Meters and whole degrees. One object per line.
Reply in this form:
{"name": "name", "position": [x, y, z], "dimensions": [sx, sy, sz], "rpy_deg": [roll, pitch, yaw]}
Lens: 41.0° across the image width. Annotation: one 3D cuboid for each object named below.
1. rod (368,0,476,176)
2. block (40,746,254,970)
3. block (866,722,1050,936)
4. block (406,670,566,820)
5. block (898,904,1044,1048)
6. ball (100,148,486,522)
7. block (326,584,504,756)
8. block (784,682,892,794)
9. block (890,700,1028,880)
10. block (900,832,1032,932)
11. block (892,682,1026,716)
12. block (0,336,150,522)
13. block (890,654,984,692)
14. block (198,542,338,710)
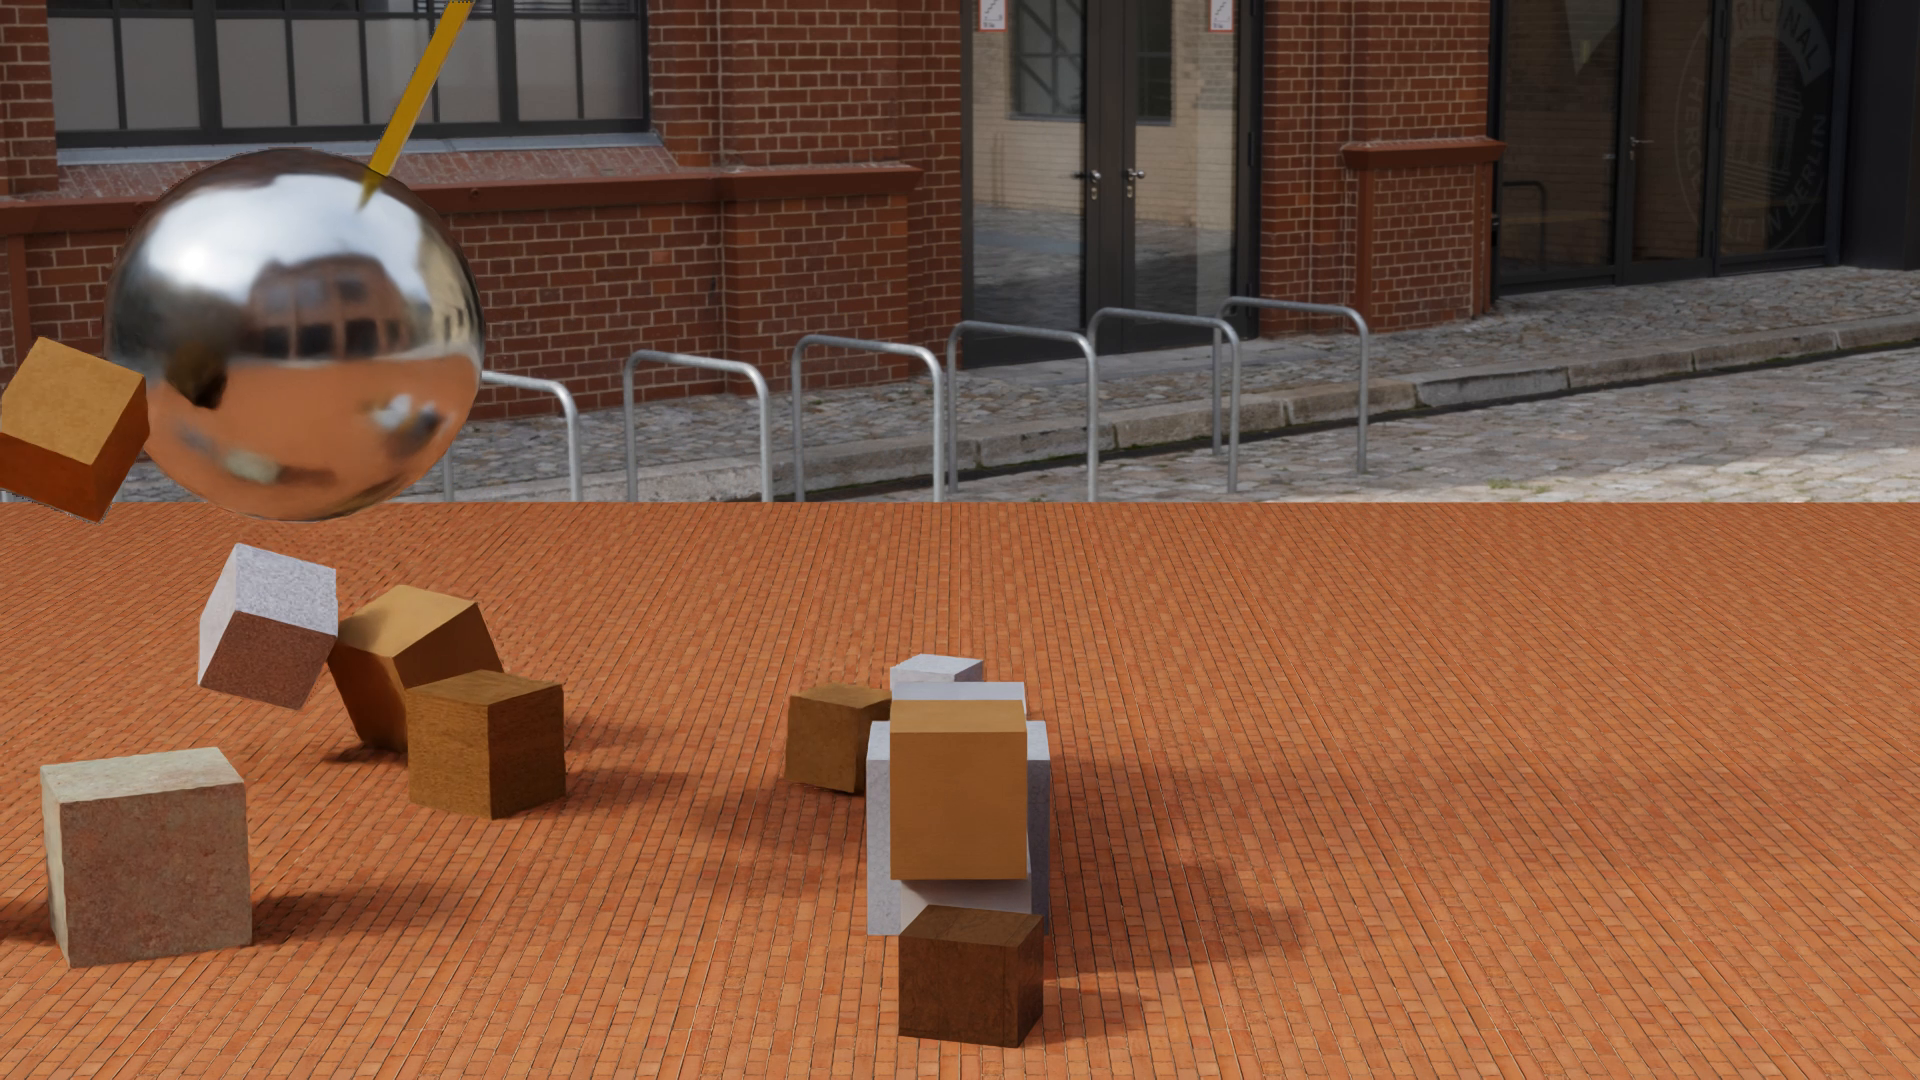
{"name": "rod", "position": [-1.234, -3.817, 10.486], "dimensions": [0.080, 5.200, 0.080], "rpy_deg": [28, 9, -5]}
{"name": "block", "position": [-3.348, 1.292, 10.550], "dimensions": [0.715, 0.683, 0.622], "rpy_deg": [-5, 11, -26]}
{"name": "block", "position": [-0.007, 1.207, 10.839], "dimensions": [0.749, 0.747, 0.637], "rpy_deg": [0, 10, 0]}
{"name": "block", "position": [-2.312, 0.992, 12.522], "dimensions": [0.544, 0.568, 0.518], "rpy_deg": [7, 12, 34]}
{"name": "block", "position": [0.045, 1.622, 9.564], "dimensions": [0.454, 0.387, 0.376], "rpy_deg": [3, 11, 16]}
{"name": "ball", "position": [-2.848, -0.873, 11.022], "dimensions": [1.600, 1.600, 1.600], "rpy_deg": [0, 10, 0]}
{"name": "block", "position": [-2.847, 0.696, 13.467], "dimensions": [0.696, 0.649, 0.565], "rpy_deg": [10, 36, 43]}
{"name": "block", "position": [-0.581, 0.982, 12.844], "dimensions": [0.398, 0.428, 0.447], "rpy_deg": [9, 10, 26]}
{"name": "block", "position": [-0.009, 0.974, 10.074], "dimensions": [0.524, 0.583, 0.514], "rpy_deg": [0, 10, -1]}
{"name": "block", "position": [0.023, 1.463, 10.267], "dimensions": [0.507, 0.449, 0.550], "rpy_deg": [0, 10, 0]}
{"name": "block", "position": [-0.006, 1.051, 11.975], "dimensions": [0.619, 0.649, 0.623], "rpy_deg": [0, 10, 0]}
{"name": "block", "position": [-3.452, -0.426, 9.943], "dimensions": [0.426, 0.447, 0.439], "rpy_deg": [21, -32, -2]}
{"name": "block", "position": [-0.125, 0.837, 14.058], "dimensions": [0.383, 0.324, 0.383], "rpy_deg": [5, 11, 24]}
{"name": "block", "position": [-3.543, 0.445, 13.137], "dimensions": [0.531, 0.532, 0.541], "rpy_deg": [17, 32, -27]}
